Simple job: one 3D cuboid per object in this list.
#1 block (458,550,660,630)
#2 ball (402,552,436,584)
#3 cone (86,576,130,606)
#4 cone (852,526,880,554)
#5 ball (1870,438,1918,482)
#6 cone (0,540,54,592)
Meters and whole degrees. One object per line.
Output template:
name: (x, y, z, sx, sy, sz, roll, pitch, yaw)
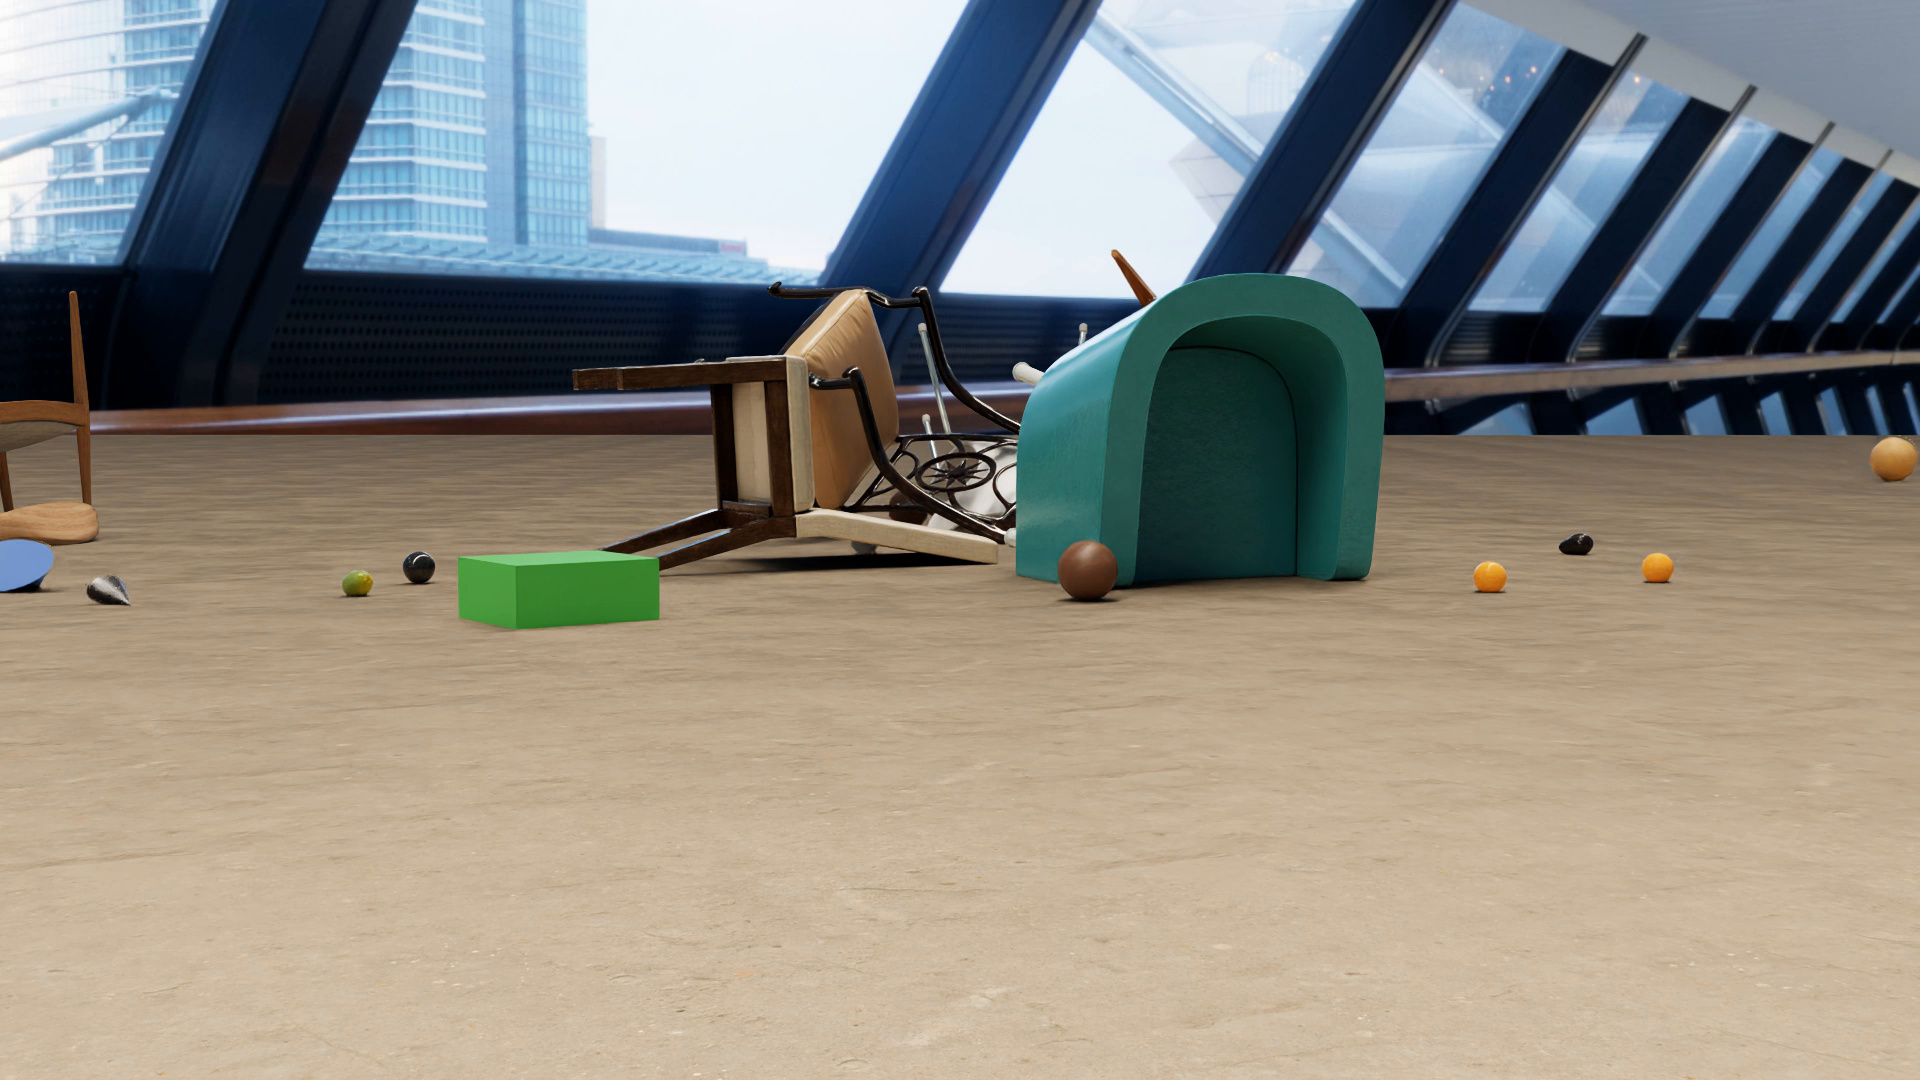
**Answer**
block: (-0.786, 0.094, 4.302, 0.302, 0.119, 0.264, -3, 5, -36)
ball: (-1.249, 0.063, 5.077, 0.075, 0.075, 0.075, 0, 4, 0)
cone: (-1.757, 0.120, 4.590, 0.097, 0.061, 0.087, 24, 14, 34)
cone: (-0.256, 0.014, 6.072, 0.082, 0.075, 0.140, -32, -10, -6)
ball: (4.539, -0.392, 10.692, 0.214, 0.214, 0.214, 0, 4, 0)
cone: (-2.108, 0.082, 4.942, 0.237, 0.119, 0.145, -8, -20, 7)
